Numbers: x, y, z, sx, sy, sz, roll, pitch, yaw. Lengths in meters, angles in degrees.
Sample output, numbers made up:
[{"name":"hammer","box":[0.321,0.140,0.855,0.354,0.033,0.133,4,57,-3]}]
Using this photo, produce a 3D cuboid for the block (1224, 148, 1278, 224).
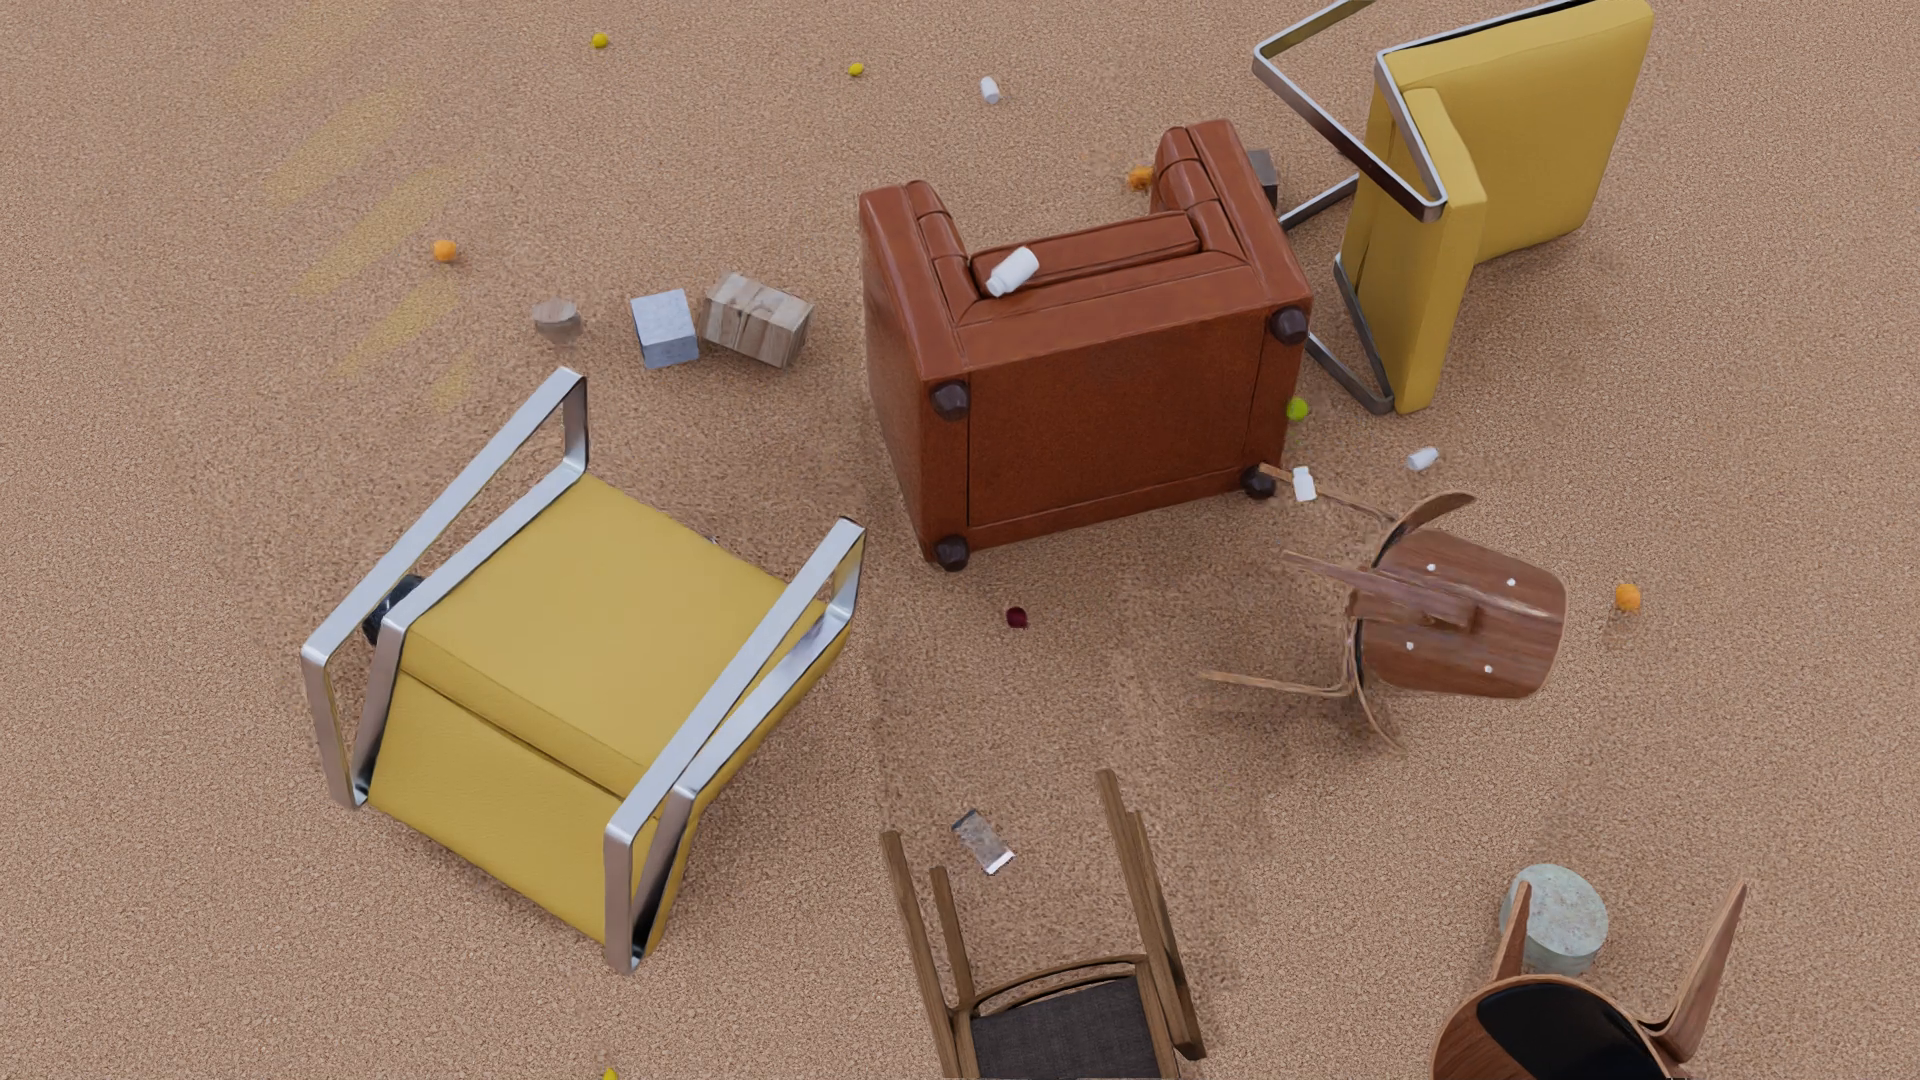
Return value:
[{"name":"block","box":[0.958,-1.165,7.240,0.135,0.143,0.218,-2,42,-1]}]

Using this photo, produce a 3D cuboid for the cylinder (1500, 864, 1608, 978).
[{"name":"cylinder","box":[1.566,1.006,5.808,0.230,0.150,0.276,-30,61,-18]}]

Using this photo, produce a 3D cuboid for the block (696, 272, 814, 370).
[{"name":"block","box":[-0.640,-0.690,6.887,0.298,0.141,0.195,22,35,4]}]

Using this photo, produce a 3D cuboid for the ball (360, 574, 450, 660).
[{"name":"ball","box":[-1.584,0.219,6.278,0.248,0.248,0.248,0,56,0]}]

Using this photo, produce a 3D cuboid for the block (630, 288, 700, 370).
[{"name":"block","box":[-0.932,-0.666,6.948,0.170,0.121,0.195,-13,57,-9]}]

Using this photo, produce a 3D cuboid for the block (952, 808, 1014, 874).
[{"name":"block","box":[0.062,0.812,5.933,0.082,0.075,0.152,-39,69,-2]}]

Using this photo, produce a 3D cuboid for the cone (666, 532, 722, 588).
[{"name":"cone","box":[-0.759,0.036,6.521,0.174,0.092,0.191,21,42,-4]}]

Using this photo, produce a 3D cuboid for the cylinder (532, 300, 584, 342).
[{"name":"cylinder","box":[-1.274,-0.694,6.973,0.147,0.094,0.092,-1,54,7]}]
